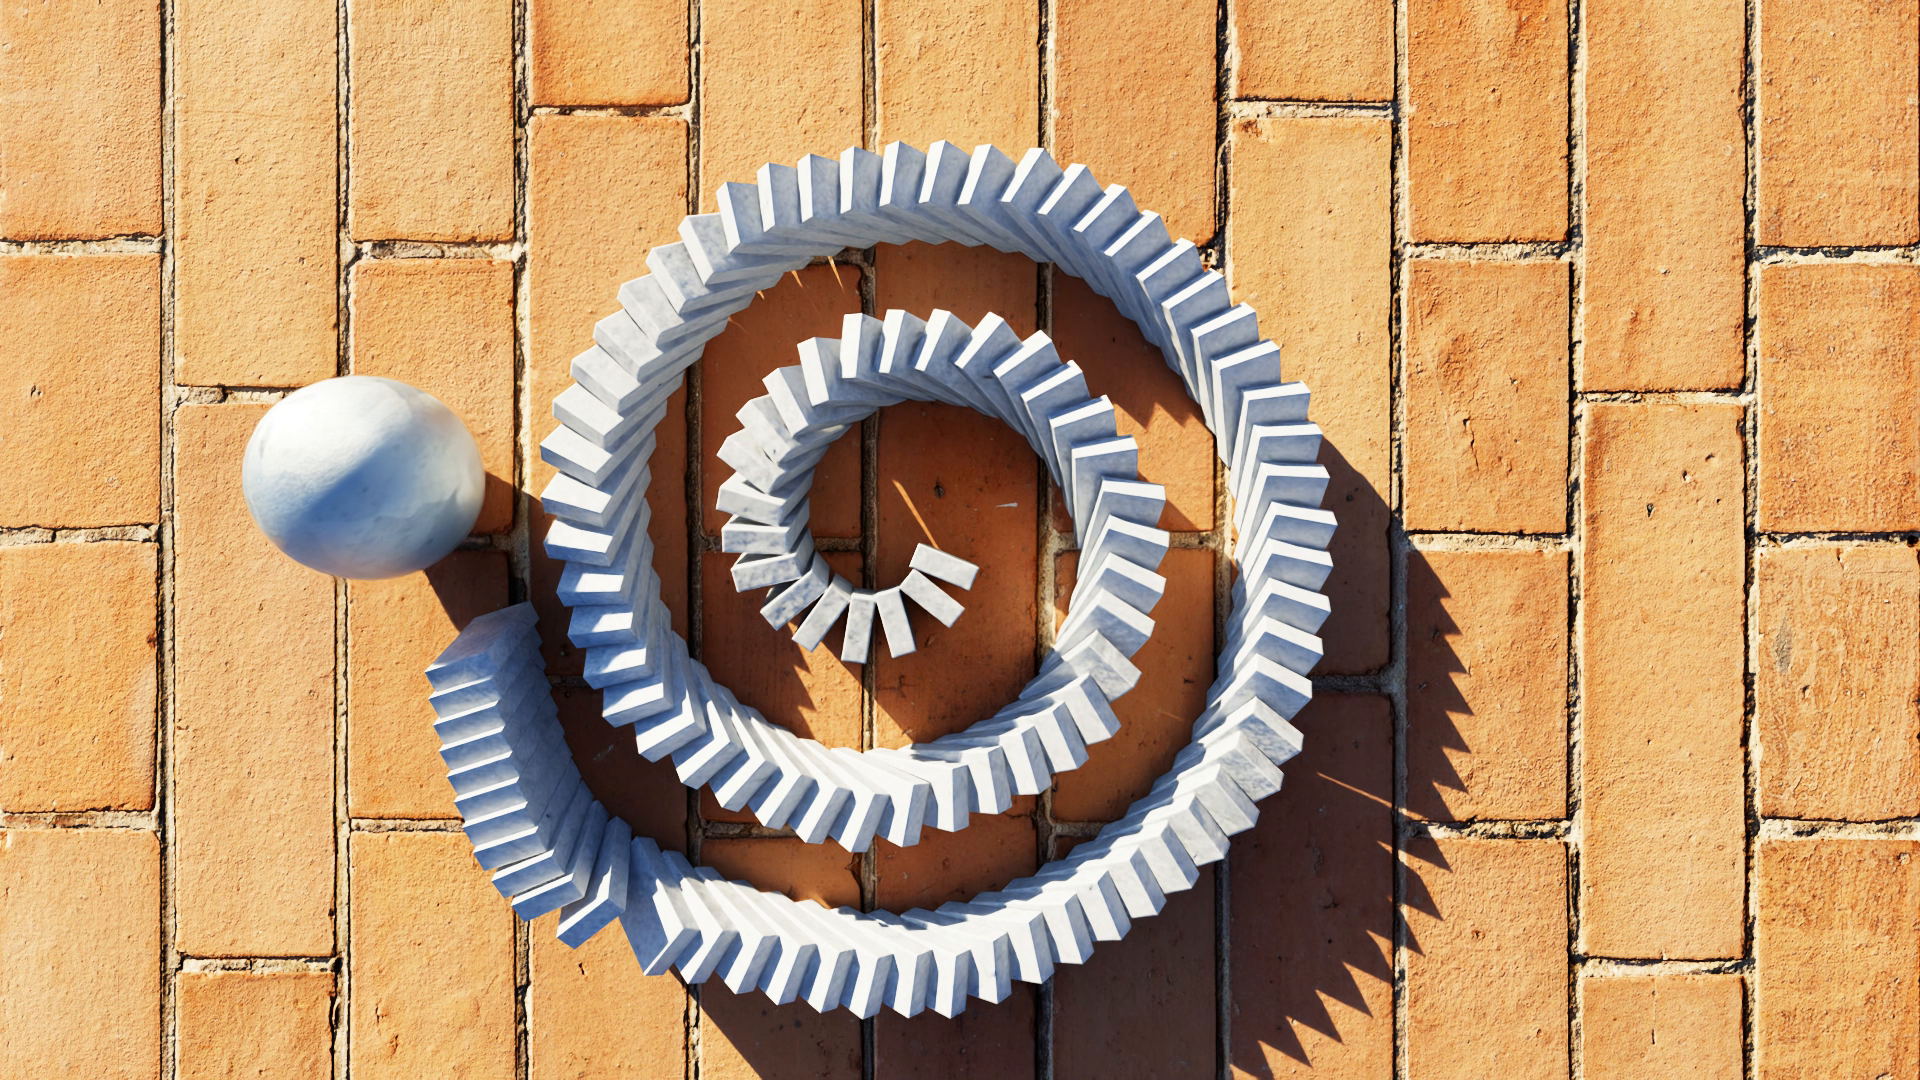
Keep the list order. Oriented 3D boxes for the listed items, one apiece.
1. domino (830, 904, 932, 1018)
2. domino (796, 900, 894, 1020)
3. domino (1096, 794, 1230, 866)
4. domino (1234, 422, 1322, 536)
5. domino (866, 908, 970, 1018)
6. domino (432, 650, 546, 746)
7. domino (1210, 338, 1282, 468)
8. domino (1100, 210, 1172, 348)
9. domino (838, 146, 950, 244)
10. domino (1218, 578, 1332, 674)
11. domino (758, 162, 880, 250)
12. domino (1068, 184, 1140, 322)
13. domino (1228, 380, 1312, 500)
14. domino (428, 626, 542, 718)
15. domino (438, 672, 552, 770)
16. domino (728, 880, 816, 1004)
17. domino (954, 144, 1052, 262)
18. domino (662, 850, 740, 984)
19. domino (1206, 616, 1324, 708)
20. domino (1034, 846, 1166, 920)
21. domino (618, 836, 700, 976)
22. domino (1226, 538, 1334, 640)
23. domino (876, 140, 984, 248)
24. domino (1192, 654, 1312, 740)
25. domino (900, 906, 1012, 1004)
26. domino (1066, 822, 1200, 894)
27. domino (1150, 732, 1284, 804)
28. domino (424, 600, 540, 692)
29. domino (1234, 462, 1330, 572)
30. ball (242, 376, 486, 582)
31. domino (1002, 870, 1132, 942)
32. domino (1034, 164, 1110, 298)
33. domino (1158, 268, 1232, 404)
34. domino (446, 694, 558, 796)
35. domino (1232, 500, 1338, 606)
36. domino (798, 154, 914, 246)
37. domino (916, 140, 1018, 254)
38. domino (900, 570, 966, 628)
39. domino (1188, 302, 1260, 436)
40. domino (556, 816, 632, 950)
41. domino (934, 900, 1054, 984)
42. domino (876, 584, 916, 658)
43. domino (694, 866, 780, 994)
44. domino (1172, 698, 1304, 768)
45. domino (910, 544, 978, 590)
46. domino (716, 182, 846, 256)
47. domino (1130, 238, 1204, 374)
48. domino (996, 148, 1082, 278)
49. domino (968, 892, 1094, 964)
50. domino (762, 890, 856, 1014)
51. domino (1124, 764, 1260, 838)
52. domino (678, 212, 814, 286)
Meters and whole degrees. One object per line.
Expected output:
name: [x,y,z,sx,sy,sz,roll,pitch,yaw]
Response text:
domino: [-0.035,0.174,0.381,0.050,0.009,0.025,8,91,39]
domino: [-0.051,0.173,0.381,0.050,0.010,0.025,14,91,39]
domino: [0.083,0.125,0.381,0.050,0.010,0.025,-36,90,39]
domino: [0.131,-0.025,0.380,0.025,0.009,0.050,-2,129,-1]
domino: [-0.019,0.175,0.380,0.050,0.009,0.025,5,91,39]
domino: [-0.191,0.063,0.375,0.025,0.050,0.009,-18,111,0]
domino: [0.119,-0.056,0.380,0.025,0.009,0.050,-19,130,0]
domino: [0.080,-0.108,0.380,0.025,0.010,0.050,-41,129,-1]
domino: [-0.026,-0.142,0.381,0.050,0.010,0.025,3,90,-39]
domino: [0.129,0.040,0.381,0.025,0.009,0.050,18,129,0]
domino: [-0.058,-0.138,0.380,0.050,0.010,0.025,-5,89,-40]
domino: [0.068,-0.118,0.380,0.025,0.009,0.050,-45,129,-1]
domino: [0.128,-0.040,0.381,0.025,0.010,0.050,-7,129,0]
domino: [-0.193,0.053,0.375,0.025,0.050,0.009,-18,111,0]
domino: [-0.189,0.073,0.375,0.025,0.050,0.010,-18,111,0]
domino: [-0.083,0.166,0.381,0.050,0.009,0.025,21,90,39]
domino: [0.023,-0.139,0.380,0.050,0.010,0.025,21,90,-40]
domino: [-0.115,0.156,0.381,0.050,0.010,0.025,33,90,38]
domino: [0.126,0.056,0.381,0.025,0.009,0.050,22,129,0]
domino: [0.058,0.145,0.381,0.050,0.009,0.025,-27,90,39]
domino: [-0.129,0.151,0.380,0.025,0.009,0.050,-51,52,4]
domino: [0.132,0.024,0.381,0.025,0.010,0.050,12,129,0]
domino: [-0.010,-0.143,0.381,0.050,0.010,0.025,9,90,-39]
domino: [0.120,0.071,0.381,0.025,0.009,0.050,27,129,0]
domino: [-0.002,0.171,0.380,0.050,0.010,0.025,-4,90,39]
domino: [0.071,0.135,0.381,0.050,0.010,0.025,-31,90,39]
domino: [0.106,0.102,0.380,0.025,0.010,0.050,44,129,-1]
domino: [-0.194,0.042,0.375,0.025,0.050,0.010,-18,111,0]
domino: [0.133,-0.009,0.381,0.025,0.009,0.050,2,129,0]
ball: [-0.231,-0.024,0.360,0.080,0.080,0.080,0,90,0]
domino: [0.044,0.153,0.381,0.050,0.010,0.025,-23,90,39]
domino: [0.054,-0.128,0.380,0.025,0.010,0.050,-51,129,-1]
domino: [0.102,-0.084,0.381,0.025,0.010,0.050,-31,129,0]
domino: [-0.186,0.082,0.375,0.025,0.050,0.009,-18,111,0]
domino: [0.134,0.008,0.381,0.025,0.009,0.050,10,129,-1]
domino: [-0.042,-0.140,0.380,0.050,0.009,0.025,-2,89,-39]
domino: [0.007,-0.142,0.381,0.050,0.010,0.025,15,90,-39]
domino: [-0.012,0.024,0.375,0.025,0.050,0.010,38,86,0]
domino: [0.112,-0.070,0.381,0.025,0.009,0.050,-24,129,0]
domino: [-0.149,0.139,0.375,0.025,0.050,0.009,-38,117,1]
domino: [0.014,0.166,0.381,0.050,0.010,0.025,-12,90,39]
domino: [-0.026,0.032,0.375,0.009,0.050,0.025,-16,90,-3]
domino: [-0.098,0.161,0.381,0.050,0.010,0.025,25,90,38]
domino: [0.115,0.088,0.380,0.025,0.009,0.050,39,129,0]
domino: [-0.006,0.010,0.375,0.025,0.050,0.009,22,90,0]
domino: [-0.074,-0.132,0.380,0.050,0.009,0.025,-13,89,-40]
domino: [0.092,-0.096,0.381,0.025,0.010,0.050,-35,129,0]
domino: [0.040,-0.135,0.380,0.050,0.009,0.025,33,90,-40]
domino: [0.029,0.160,0.381,0.050,0.009,0.025,-17,90,39]
domino: [-0.067,0.170,0.381,0.050,0.009,0.025,17,90,39]
domino: [0.095,0.114,0.380,0.025,0.010,0.050,50,129,-1]
domino: [-0.088,-0.123,0.380,0.050,0.010,0.025,-25,90,-41]
